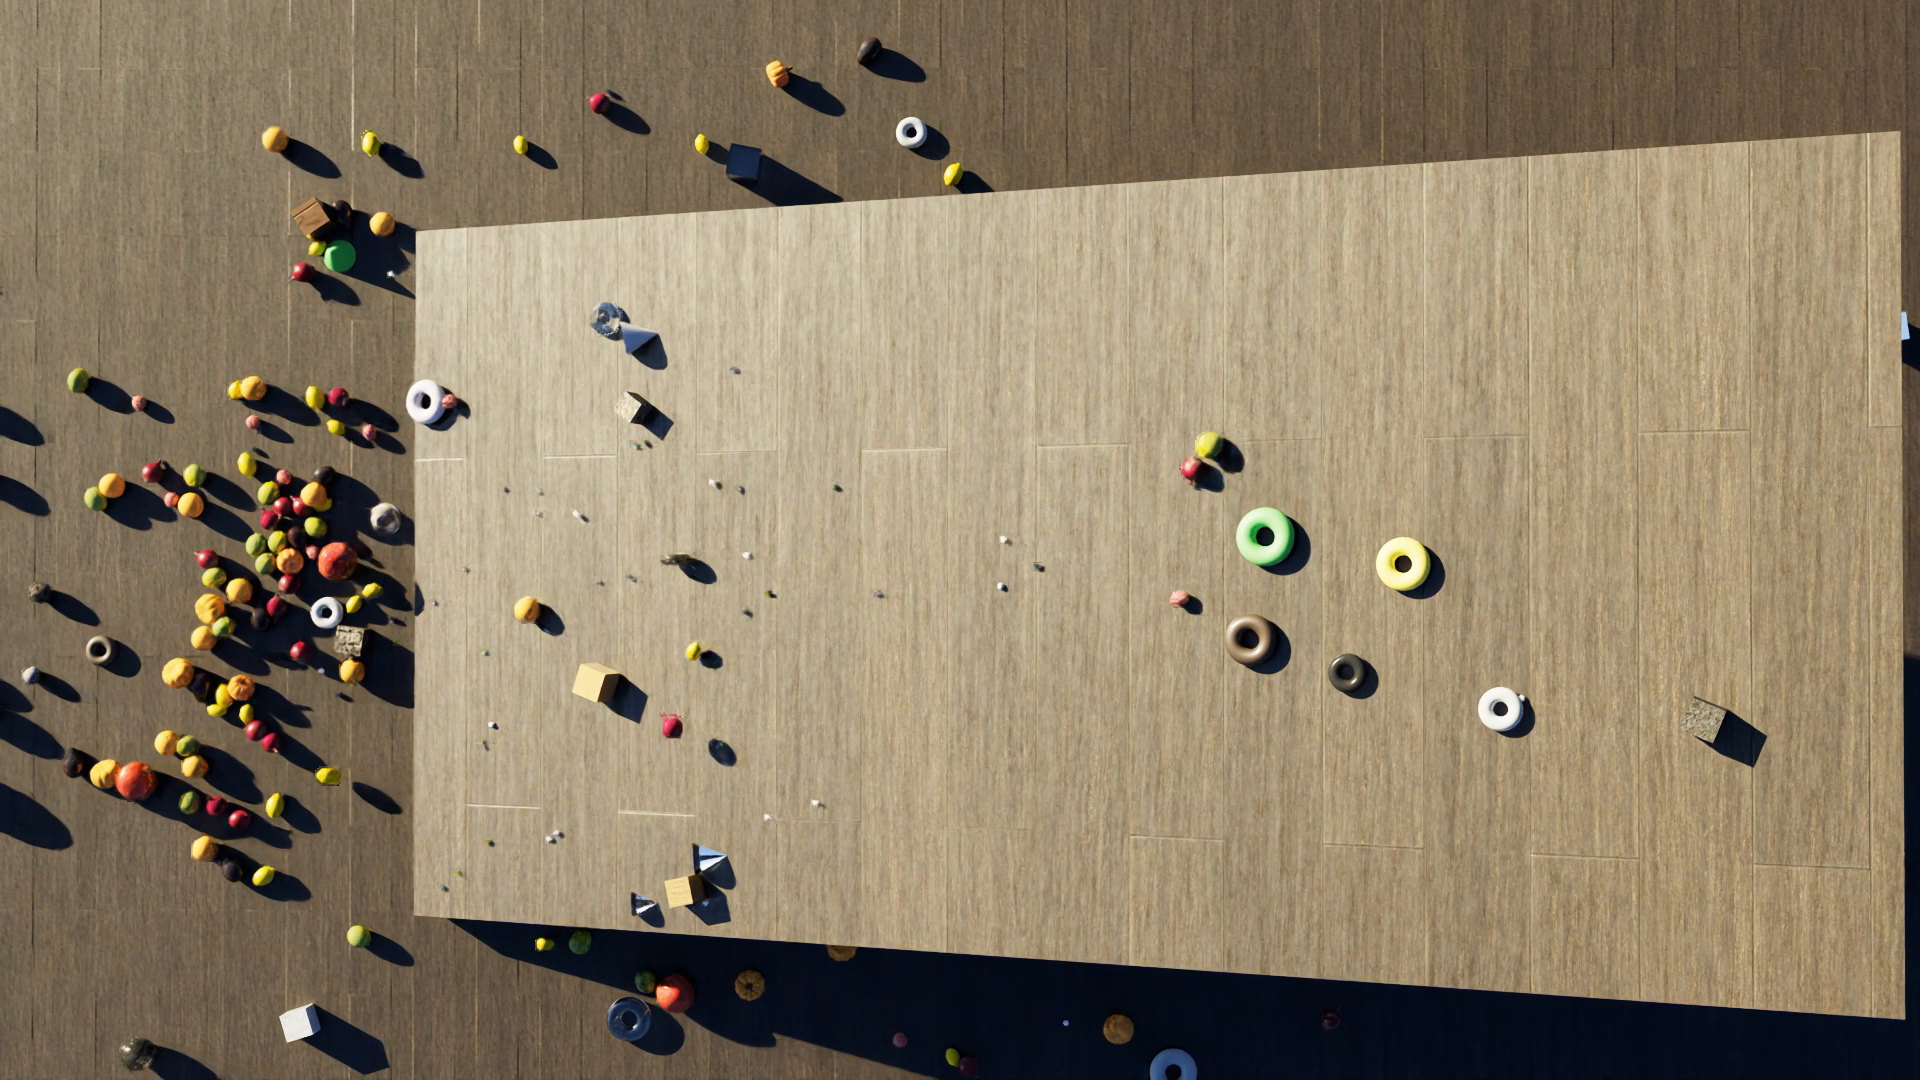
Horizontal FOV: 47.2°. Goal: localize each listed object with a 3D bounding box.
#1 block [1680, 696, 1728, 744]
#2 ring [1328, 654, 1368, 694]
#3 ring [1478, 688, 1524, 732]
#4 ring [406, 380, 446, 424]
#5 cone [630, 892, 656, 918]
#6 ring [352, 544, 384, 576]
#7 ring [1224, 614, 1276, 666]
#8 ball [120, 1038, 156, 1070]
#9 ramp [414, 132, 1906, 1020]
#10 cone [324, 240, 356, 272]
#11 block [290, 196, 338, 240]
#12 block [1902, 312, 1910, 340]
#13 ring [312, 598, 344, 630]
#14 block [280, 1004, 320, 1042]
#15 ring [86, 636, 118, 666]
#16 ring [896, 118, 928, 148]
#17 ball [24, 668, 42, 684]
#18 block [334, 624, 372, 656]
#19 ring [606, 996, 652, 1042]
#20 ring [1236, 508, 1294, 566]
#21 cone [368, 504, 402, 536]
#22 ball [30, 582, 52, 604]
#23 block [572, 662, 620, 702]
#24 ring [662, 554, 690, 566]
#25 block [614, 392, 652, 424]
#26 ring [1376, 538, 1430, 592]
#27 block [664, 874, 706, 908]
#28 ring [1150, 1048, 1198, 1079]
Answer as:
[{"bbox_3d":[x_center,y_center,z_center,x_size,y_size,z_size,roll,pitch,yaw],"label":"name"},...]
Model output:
[{"bbox_3d":[1.713,0.413,5.066,0.079,0.079,0.079,23,98,20],"label":"block"},{"bbox_3d":[0.952,0.326,5.396,0.098,0.033,0.098,0,90,21],"label":"ring"},{"bbox_3d":[1.293,0.405,5.257,0.106,0.035,0.106,0,90,21],"label":"ring"},{"bbox_3d":[-1.552,-0.401,6.397,0.130,0.043,0.130,0,90,21],"label":"ring"},{"bbox_3d":[-0.876,1.010,6.115,0.072,0.072,0.072,-4,89,-5],"label":"cone"},{"bbox_3d":[-1.752,0.061,6.507,0.095,0.032,0.095,0,92,1],"label":"ring"},{"bbox_3d":[0.724,0.249,5.482,0.132,0.044,0.132,0,90,21],"label":"ring"},{"bbox_3d":[-2.414,1.509,6.457,0.097,0.097,0.097,0,89,0],"label":"ball"},{"bbox_3d":[0.283,0.087,5.737,4.000,0.100,2.000,0,89,22],"label":"ramp"},{"bbox_3d":[-1.844,-0.845,6.487,0.097,0.097,0.097,0,89,0],"label":"cone"},{"bbox_3d":[-1.908,-0.949,6.494,0.085,0.085,0.085,-34,89,0],"label":"block"},{"bbox_3d":[2.742,-0.624,6.493,0.079,0.079,0.079,-8,89,0],"label":"block"},{"bbox_3d":[-1.872,0.216,6.506,0.096,0.032,0.096,0,88,1],"label":"ring"},{"bbox_3d":[-1.940,1.420,6.467,0.079,0.079,0.079,-17,89,0],"label":"block"},{"bbox_3d":[-2.539,0.328,6.505,0.093,0.031,0.093,0,88,0],"label":"ring"},{"bbox_3d":[-0.143,-1.208,6.525,0.093,0.031,0.093,0,90,1],"label":"ring"},{"bbox_3d":[-2.740,0.400,6.494,0.051,0.051,0.051,0,89,0],"label":"ball"},{"bbox_3d":[-1.791,0.296,6.481,0.079,0.079,0.079,9,89,0],"label":"block"},{"bbox_3d":[-0.976,1.412,6.485,0.134,0.045,0.134,0,91,0],"label":"ring"},{"bbox_3d":[0.760,-0.008,5.468,0.147,0.049,0.147,0,90,21],"label":"ring"},{"bbox_3d":[-1.706,-0.062,6.477,0.096,0.096,0.096,0,89,0],"label":"cone"},{"bbox_3d":[-2.714,0.157,6.492,0.061,0.061,0.061,0,89,0],"label":"ball"},{"bbox_3d":[-1.018,0.399,6.152,0.083,0.083,0.083,21,97,21],"label":"block"},{"bbox_3d":[-0.783,0.053,6.063,0.081,0.081,0.027,-5,86,0],"label":"ring"},{"bbox_3d":[-0.911,-0.368,6.130,0.064,0.064,0.064,38,103,18],"label":"block"},{"bbox_3d":[1.077,0.059,5.344,0.131,0.044,0.131,0,90,21],"label":"ring"},{"bbox_3d":[-0.756,0.963,6.046,0.074,0.074,0.074,-14,84,21],"label":"block"},{"bbox_3d":[0.629,1.569,6.482,0.140,0.047,0.140,0,88,-1],"label":"ring"}]
